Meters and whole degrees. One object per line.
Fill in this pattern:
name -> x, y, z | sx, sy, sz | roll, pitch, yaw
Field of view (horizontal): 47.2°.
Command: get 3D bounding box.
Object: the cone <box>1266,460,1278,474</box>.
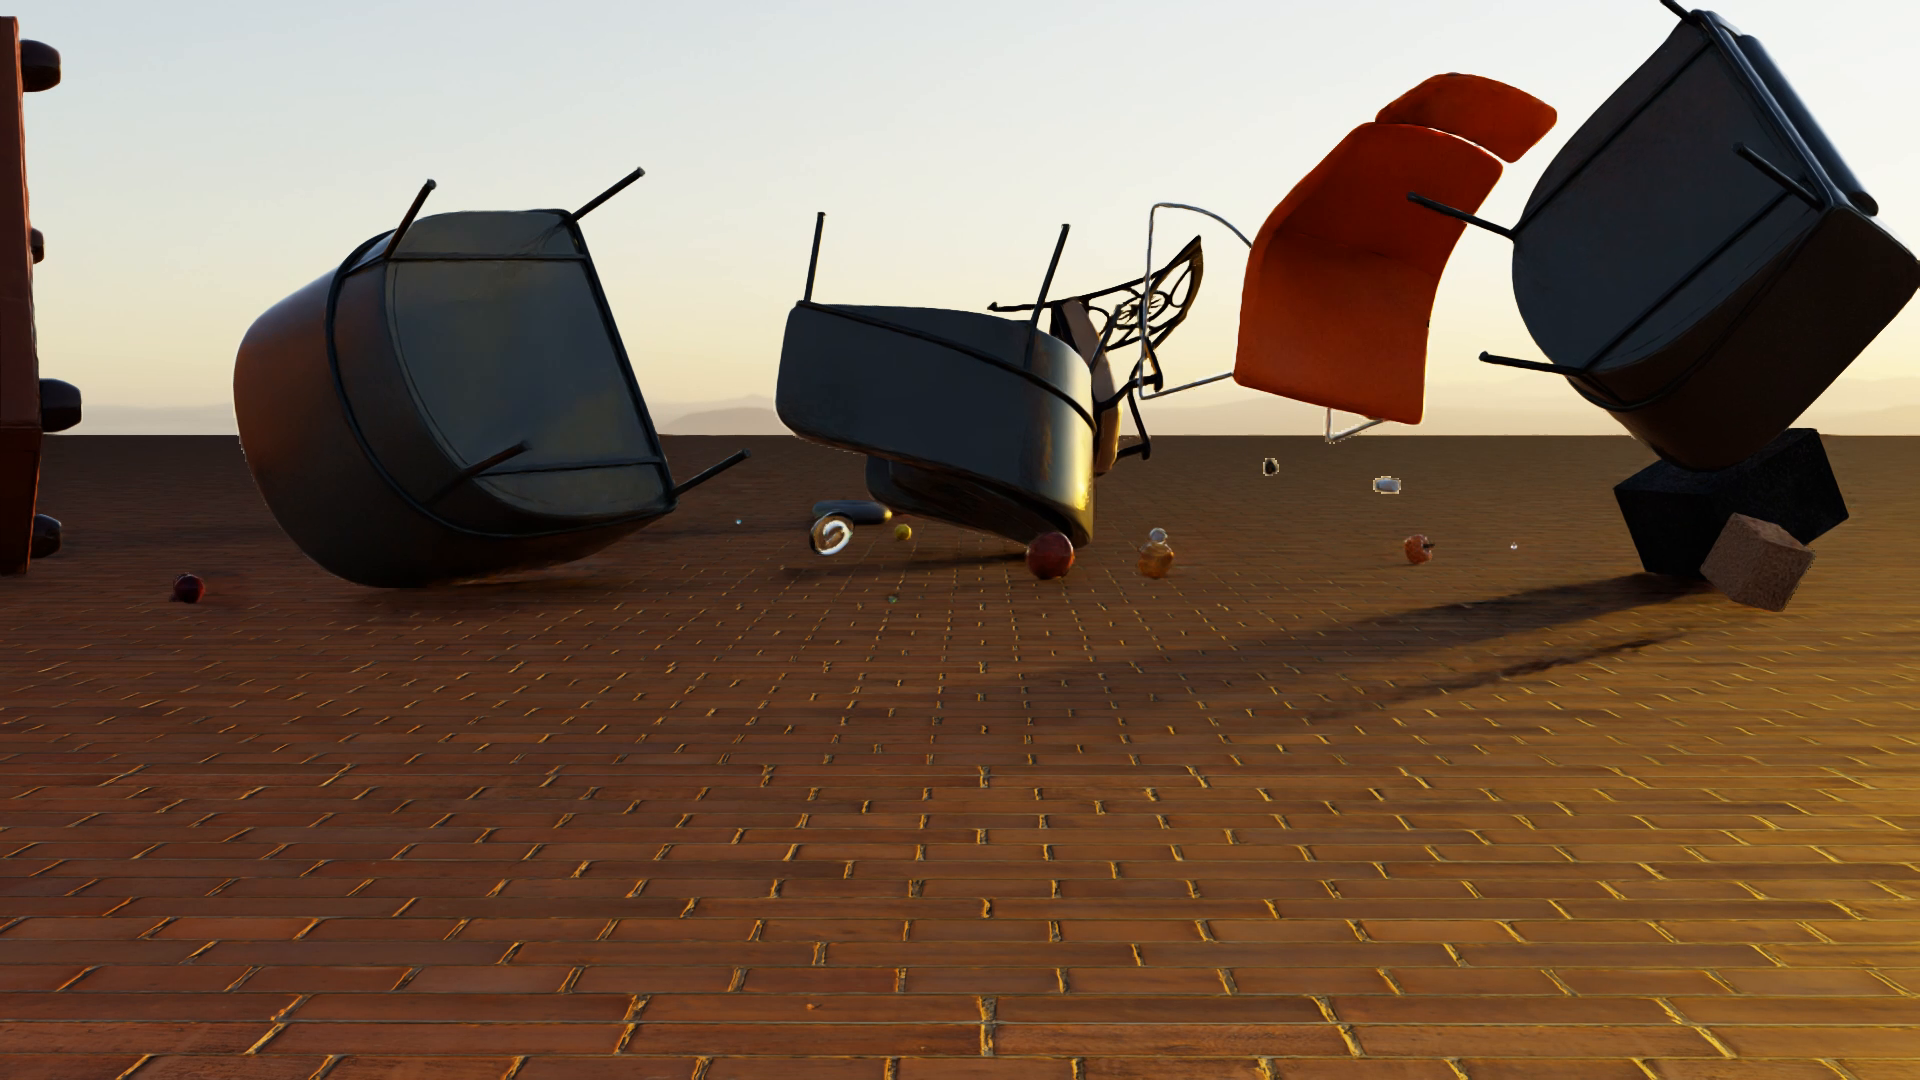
cone -> 1.028, -0.234, 7.209 | 0.034, 0.049, 0.049 | 4, 16, -29

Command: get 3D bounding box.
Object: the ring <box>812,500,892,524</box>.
ring -> -0.369, -0.095, 7.460 | 0.223, 0.065, 0.470 | -3, 5, -25

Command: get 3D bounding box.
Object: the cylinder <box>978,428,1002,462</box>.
cylinder -> 0.114, -0.354, 8.233 | 0.062, 0.116, 0.061 | 7, -35, -33

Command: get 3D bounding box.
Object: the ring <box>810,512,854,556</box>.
ring -> -0.346, -0.016, 5.908 | 0.148, 0.128, 0.039 | -18, 39, -41

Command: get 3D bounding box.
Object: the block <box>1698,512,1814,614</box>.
block -> 1.595, 0.045, 4.406 | 0.125, 0.139, 0.123 | 13, 24, -25

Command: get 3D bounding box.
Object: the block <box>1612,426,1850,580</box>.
block -> 1.831, -0.090, 5.237 | 0.334, 0.231, 0.353 | -29, 13, -16

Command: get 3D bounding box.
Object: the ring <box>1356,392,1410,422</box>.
ring -> 1.444, -0.454, 7.502 | 0.196, 0.112, 0.049 | 3, 46, -10

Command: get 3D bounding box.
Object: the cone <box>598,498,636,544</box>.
cone -> -0.974, -0.068, 6.326 | 0.090, 0.143, 0.179 | -18, -5, -3

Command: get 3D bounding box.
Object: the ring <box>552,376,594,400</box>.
ring -> -1.427, -0.562, 8.105 | 0.045, 0.089, 0.221 | -12, -1, 30
